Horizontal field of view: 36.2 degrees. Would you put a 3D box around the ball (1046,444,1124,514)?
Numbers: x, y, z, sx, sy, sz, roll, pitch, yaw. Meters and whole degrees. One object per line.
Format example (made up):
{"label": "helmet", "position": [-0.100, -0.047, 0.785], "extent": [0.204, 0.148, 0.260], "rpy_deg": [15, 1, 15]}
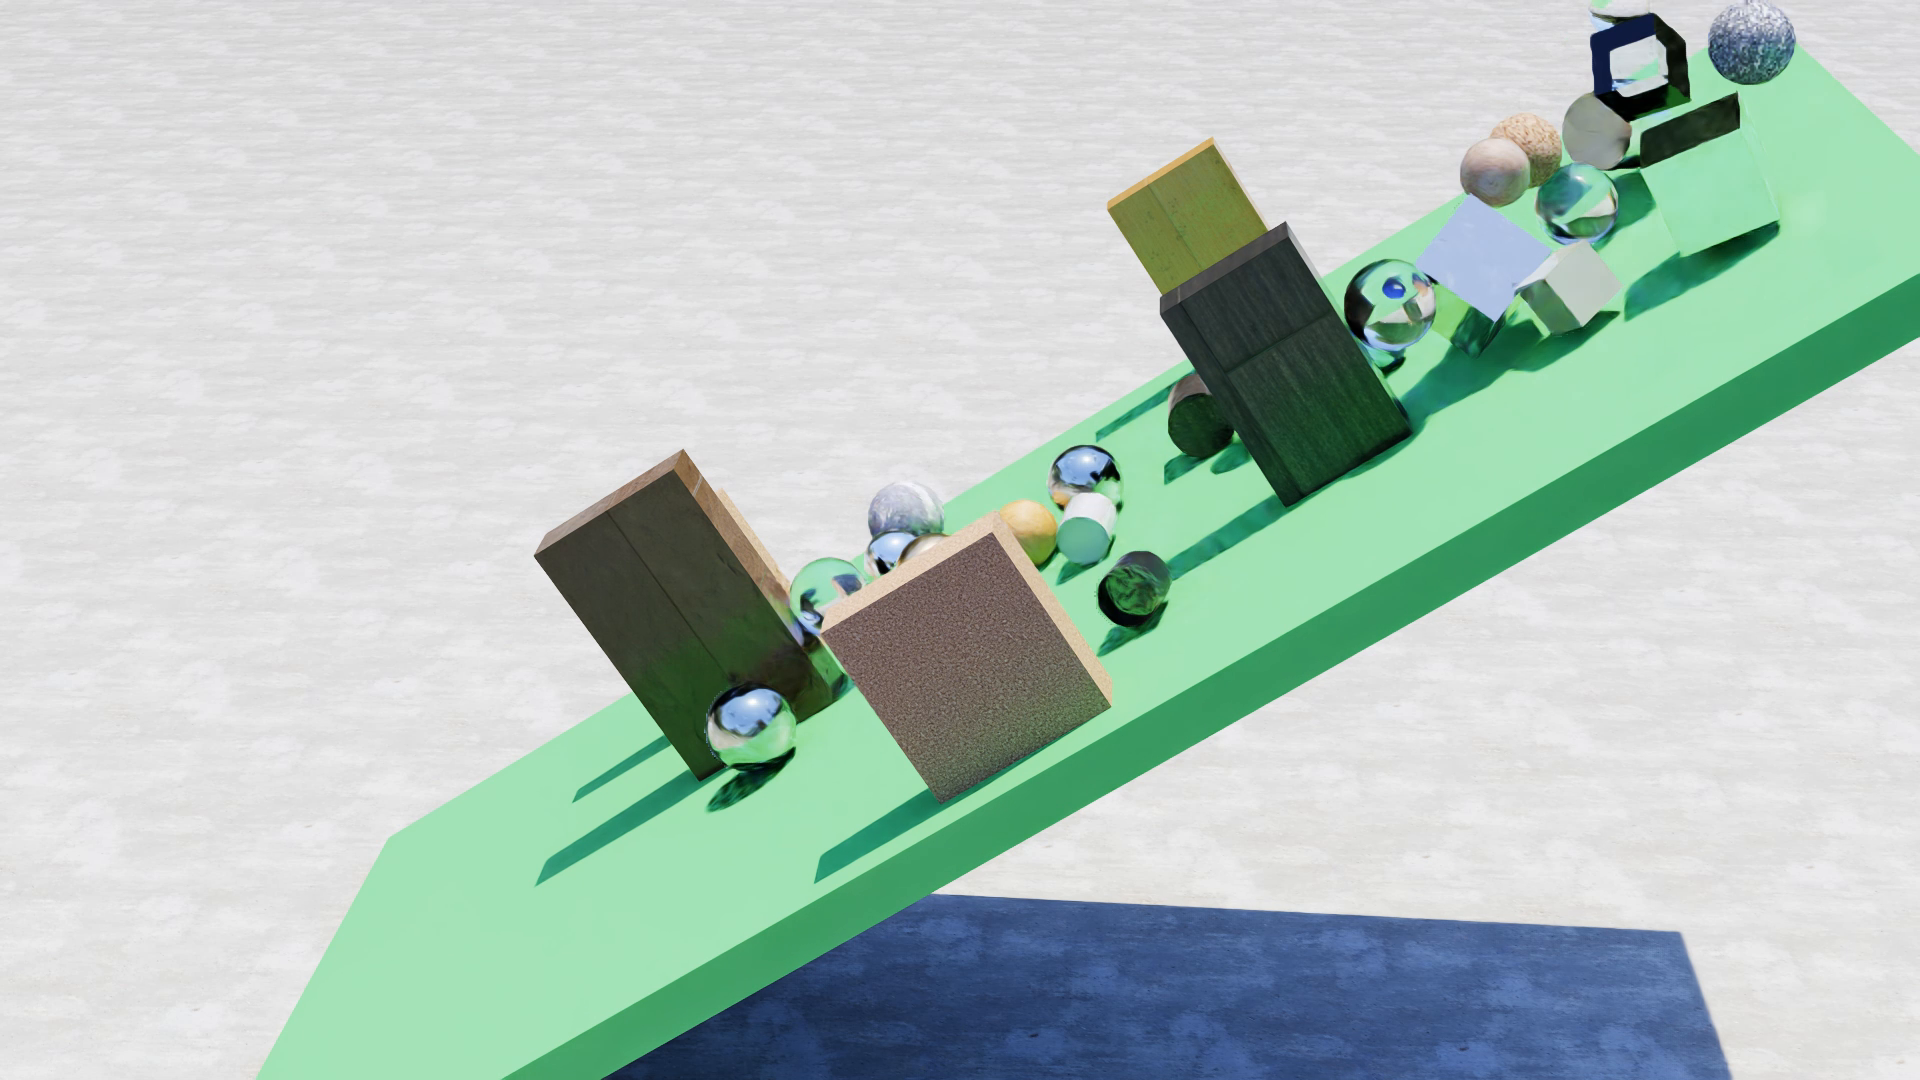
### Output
{"label": "ball", "position": [0.273, -0.125, 6.400], "extent": [0.169, 0.169, 0.169], "rpy_deg": [0, 20, 0]}

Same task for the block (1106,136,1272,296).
{"label": "block", "position": [0.586, -0.668, 6.858], "extent": [0.288, 0.454, 0.082], "rpy_deg": [-31, 15, 14]}

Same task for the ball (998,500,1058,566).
{"label": "ball", "position": [0.139, -0.013, 6.378], "extent": [0.151, 0.151, 0.151], "rpy_deg": [0, 20, 0]}

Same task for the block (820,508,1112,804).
{"label": "block", "position": [0.015, 0.218, 5.441], "extent": [0.377, 0.403, 0.123], "rpy_deg": [-31, 15, 14]}

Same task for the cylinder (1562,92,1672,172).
{"label": "cylinder", "position": [1.389, -0.866, 6.209], "extent": [0.167, 0.167, 0.167], "rpy_deg": [19, 21, 41]}

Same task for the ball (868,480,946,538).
{"label": "ball", "position": [-0.127, -0.050, 6.990], "extent": [0.185, 0.185, 0.185], "rpy_deg": [0, 20, 0]}

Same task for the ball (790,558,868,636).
{"label": "ball", "position": [-0.285, 0.126, 6.428], "extent": [0.177, 0.177, 0.177], "rpy_deg": [0, 20, 0]}

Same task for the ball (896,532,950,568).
{"label": "ball", "position": [-0.052, 0.073, 6.465], "extent": [0.179, 0.179, 0.179], "rpy_deg": [0, 20, 0]}

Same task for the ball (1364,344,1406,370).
{"label": "ball", "position": [0.874, -0.410, 6.116], "extent": [0.113, 0.113, 0.113], "rpy_deg": [0, 20, 0]}

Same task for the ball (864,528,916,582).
{"label": "ball", "position": [-0.151, 0.048, 6.810], "extent": [0.147, 0.147, 0.147], "rpy_deg": [0, 20, 0]}

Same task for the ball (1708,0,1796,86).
{"label": "ball", "position": [1.480, -0.931, 5.503], "extent": [0.160, 0.160, 0.160], "rpy_deg": [0, 20, 0]}

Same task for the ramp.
{"label": "ramp", "position": [0.139, 0.171, 6.296], "extent": [4.000, 0.100, 2.000], "rpy_deg": [-31, 15, 14]}

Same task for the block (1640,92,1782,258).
{"label": "block", "position": [1.409, -0.687, 5.523], "extent": [0.194, 0.194, 0.194], "rpy_deg": [-22, 22, 24]}

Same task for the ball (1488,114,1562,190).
{"label": "ball", "position": [1.147, -0.790, 5.981], "extent": [0.154, 0.154, 0.154], "rpy_deg": [0, 20, 0]}

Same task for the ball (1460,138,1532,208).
{"label": "ball", "position": [1.068, -0.733, 5.870], "extent": [0.141, 0.141, 0.141], "rpy_deg": [0, 20, 0]}

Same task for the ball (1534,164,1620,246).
{"label": "ball", "position": [1.263, -0.686, 6.027], "extent": [0.171, 0.171, 0.171], "rpy_deg": [0, 20, 0]}

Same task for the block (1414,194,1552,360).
{"label": "block", "position": [1.007, -0.515, 5.768], "extent": [0.194, 0.194, 0.194], "rpy_deg": [37, 74, 10]}

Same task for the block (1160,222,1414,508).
{"label": "block", "position": [0.634, -0.340, 5.724], "extent": [0.287, 0.466, 0.123], "rpy_deg": [-31, 15, 14]}

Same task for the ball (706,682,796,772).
{"label": "ball", "position": [-0.443, 0.400, 6.261], "extent": [0.191, 0.191, 0.191], "rpy_deg": [0, 20, 0]}

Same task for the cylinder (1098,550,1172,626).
{"label": "cylinder", "position": [0.336, 0.093, 5.661], "extent": [0.117, 0.117, 0.117], "rpy_deg": [6, 19, 17]}

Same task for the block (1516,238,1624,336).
{"label": "block", "position": [1.162, -0.481, 5.611], "extent": [0.119, 0.119, 0.119], "rpy_deg": [-42, 6, -15]}

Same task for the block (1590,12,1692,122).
{"label": "block", "position": [1.391, -0.965, 6.013], "extent": [0.143, 0.143, 0.143], "rpy_deg": [-16, -26, 36]}

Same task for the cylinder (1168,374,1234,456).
{"label": "cylinder", "position": [0.521, -0.271, 6.372], "extent": [0.144, 0.144, 0.144], "rpy_deg": [1, 20, 3]}

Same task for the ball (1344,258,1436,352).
{"label": "ball", "position": [0.827, -0.453, 5.659], "extent": [0.178, 0.178, 0.178], "rpy_deg": [0, 20, 0]}

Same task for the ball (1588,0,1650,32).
{"label": "ball", "position": [1.365, -1.098, 6.090], "extent": [0.125, 0.125, 0.125], "rpy_deg": [0, 20, 0]}

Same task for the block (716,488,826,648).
{"label": "block", "position": [-0.604, 0.169, 6.841], "extent": [0.415, 0.435, 0.080], "rpy_deg": [-31, 15, 14]}

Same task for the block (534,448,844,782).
{"label": "block", "position": [-0.587, 0.168, 6.435], "extent": [0.373, 0.628, 0.138], "rpy_deg": [-31, 15, 14]}
